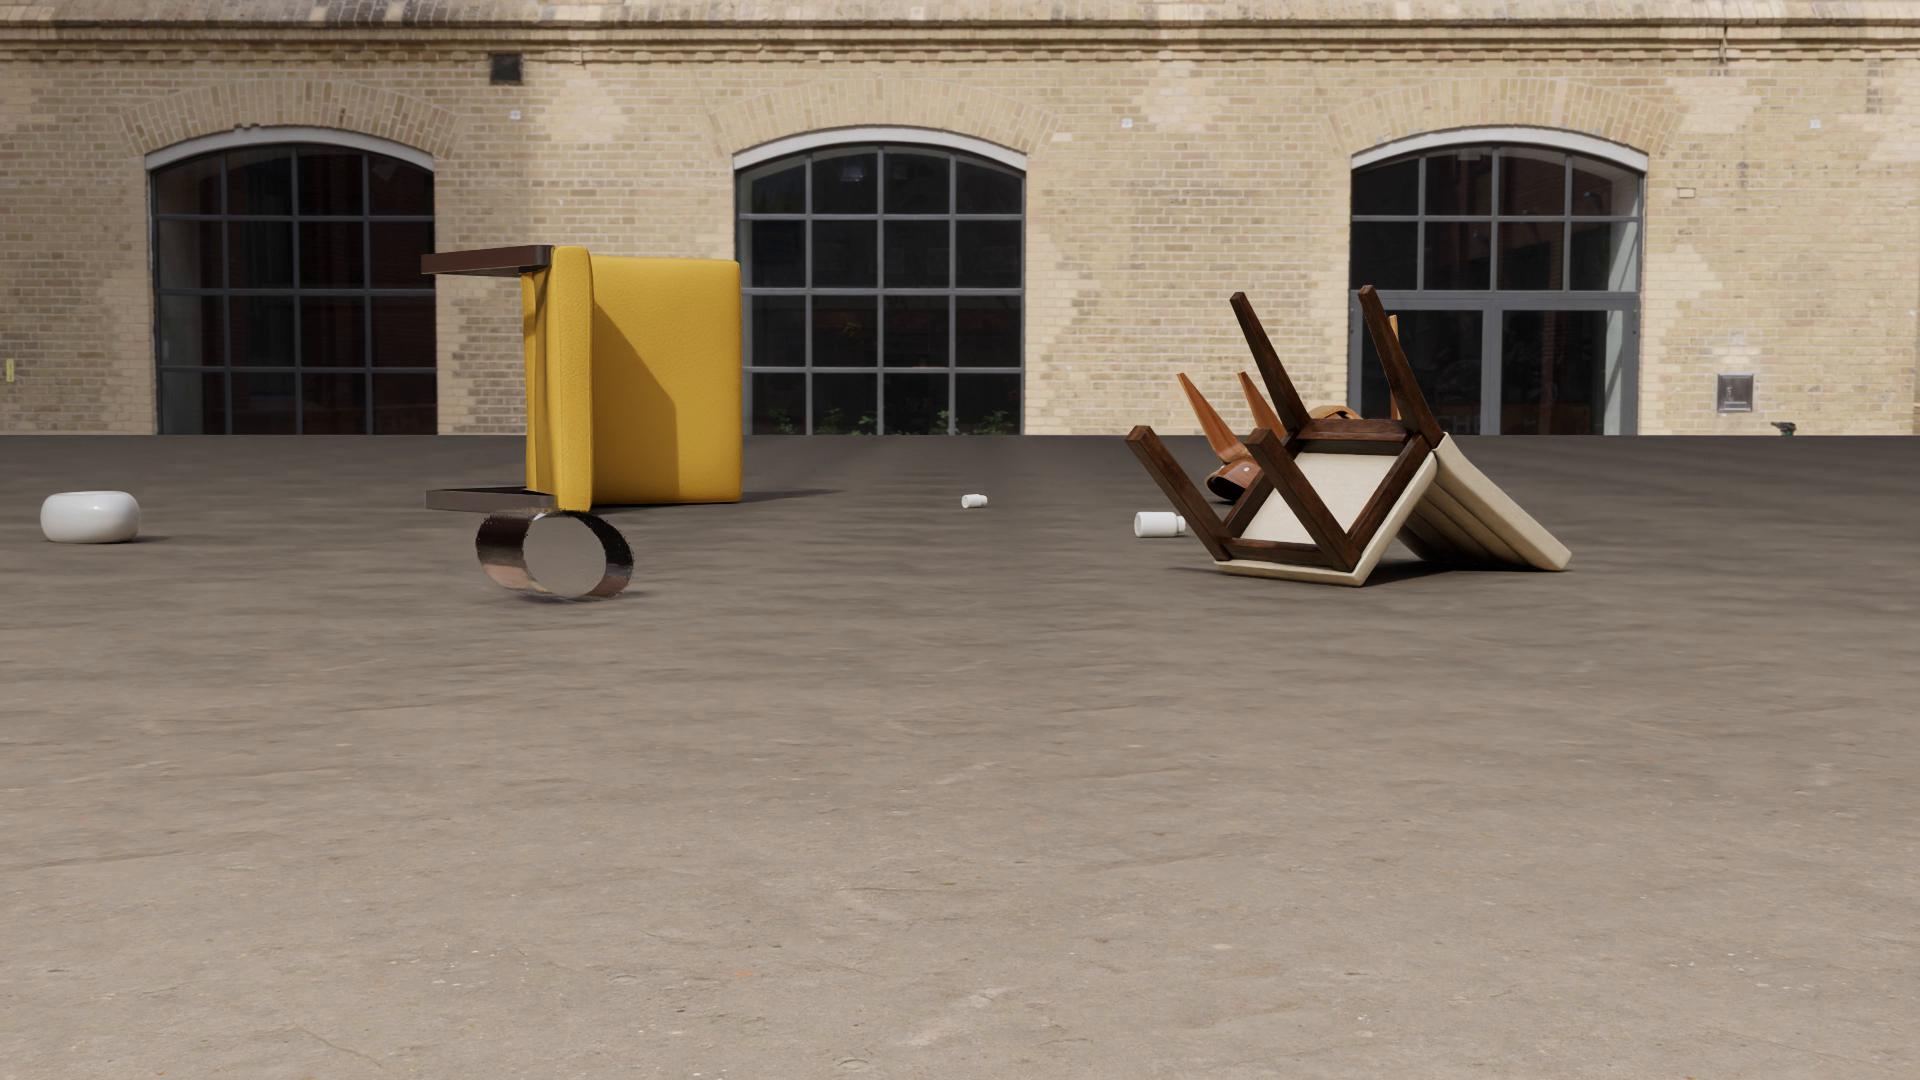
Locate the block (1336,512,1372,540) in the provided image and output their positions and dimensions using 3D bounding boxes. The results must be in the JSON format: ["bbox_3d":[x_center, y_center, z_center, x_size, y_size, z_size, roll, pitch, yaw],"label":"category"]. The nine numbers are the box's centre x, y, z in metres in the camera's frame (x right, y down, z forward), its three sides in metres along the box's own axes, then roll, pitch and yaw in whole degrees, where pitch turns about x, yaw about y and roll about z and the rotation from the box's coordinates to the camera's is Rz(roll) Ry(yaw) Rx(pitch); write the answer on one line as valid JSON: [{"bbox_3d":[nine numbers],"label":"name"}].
[{"bbox_3d":[1.179,-0.041,6.581,0.074,0.076,0.097,-1,4,-16],"label":"block"}]

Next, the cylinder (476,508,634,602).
[{"bbox_3d":[-0.857,0.030,4.656,0.173,0.185,0.286,4,-12,45],"label":"cylinder"}]

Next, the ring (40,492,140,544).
[{"bbox_3d":[-2.564,-0.067,6.485,0.386,0.144,0.244,2,6,43],"label":"ring"}]
